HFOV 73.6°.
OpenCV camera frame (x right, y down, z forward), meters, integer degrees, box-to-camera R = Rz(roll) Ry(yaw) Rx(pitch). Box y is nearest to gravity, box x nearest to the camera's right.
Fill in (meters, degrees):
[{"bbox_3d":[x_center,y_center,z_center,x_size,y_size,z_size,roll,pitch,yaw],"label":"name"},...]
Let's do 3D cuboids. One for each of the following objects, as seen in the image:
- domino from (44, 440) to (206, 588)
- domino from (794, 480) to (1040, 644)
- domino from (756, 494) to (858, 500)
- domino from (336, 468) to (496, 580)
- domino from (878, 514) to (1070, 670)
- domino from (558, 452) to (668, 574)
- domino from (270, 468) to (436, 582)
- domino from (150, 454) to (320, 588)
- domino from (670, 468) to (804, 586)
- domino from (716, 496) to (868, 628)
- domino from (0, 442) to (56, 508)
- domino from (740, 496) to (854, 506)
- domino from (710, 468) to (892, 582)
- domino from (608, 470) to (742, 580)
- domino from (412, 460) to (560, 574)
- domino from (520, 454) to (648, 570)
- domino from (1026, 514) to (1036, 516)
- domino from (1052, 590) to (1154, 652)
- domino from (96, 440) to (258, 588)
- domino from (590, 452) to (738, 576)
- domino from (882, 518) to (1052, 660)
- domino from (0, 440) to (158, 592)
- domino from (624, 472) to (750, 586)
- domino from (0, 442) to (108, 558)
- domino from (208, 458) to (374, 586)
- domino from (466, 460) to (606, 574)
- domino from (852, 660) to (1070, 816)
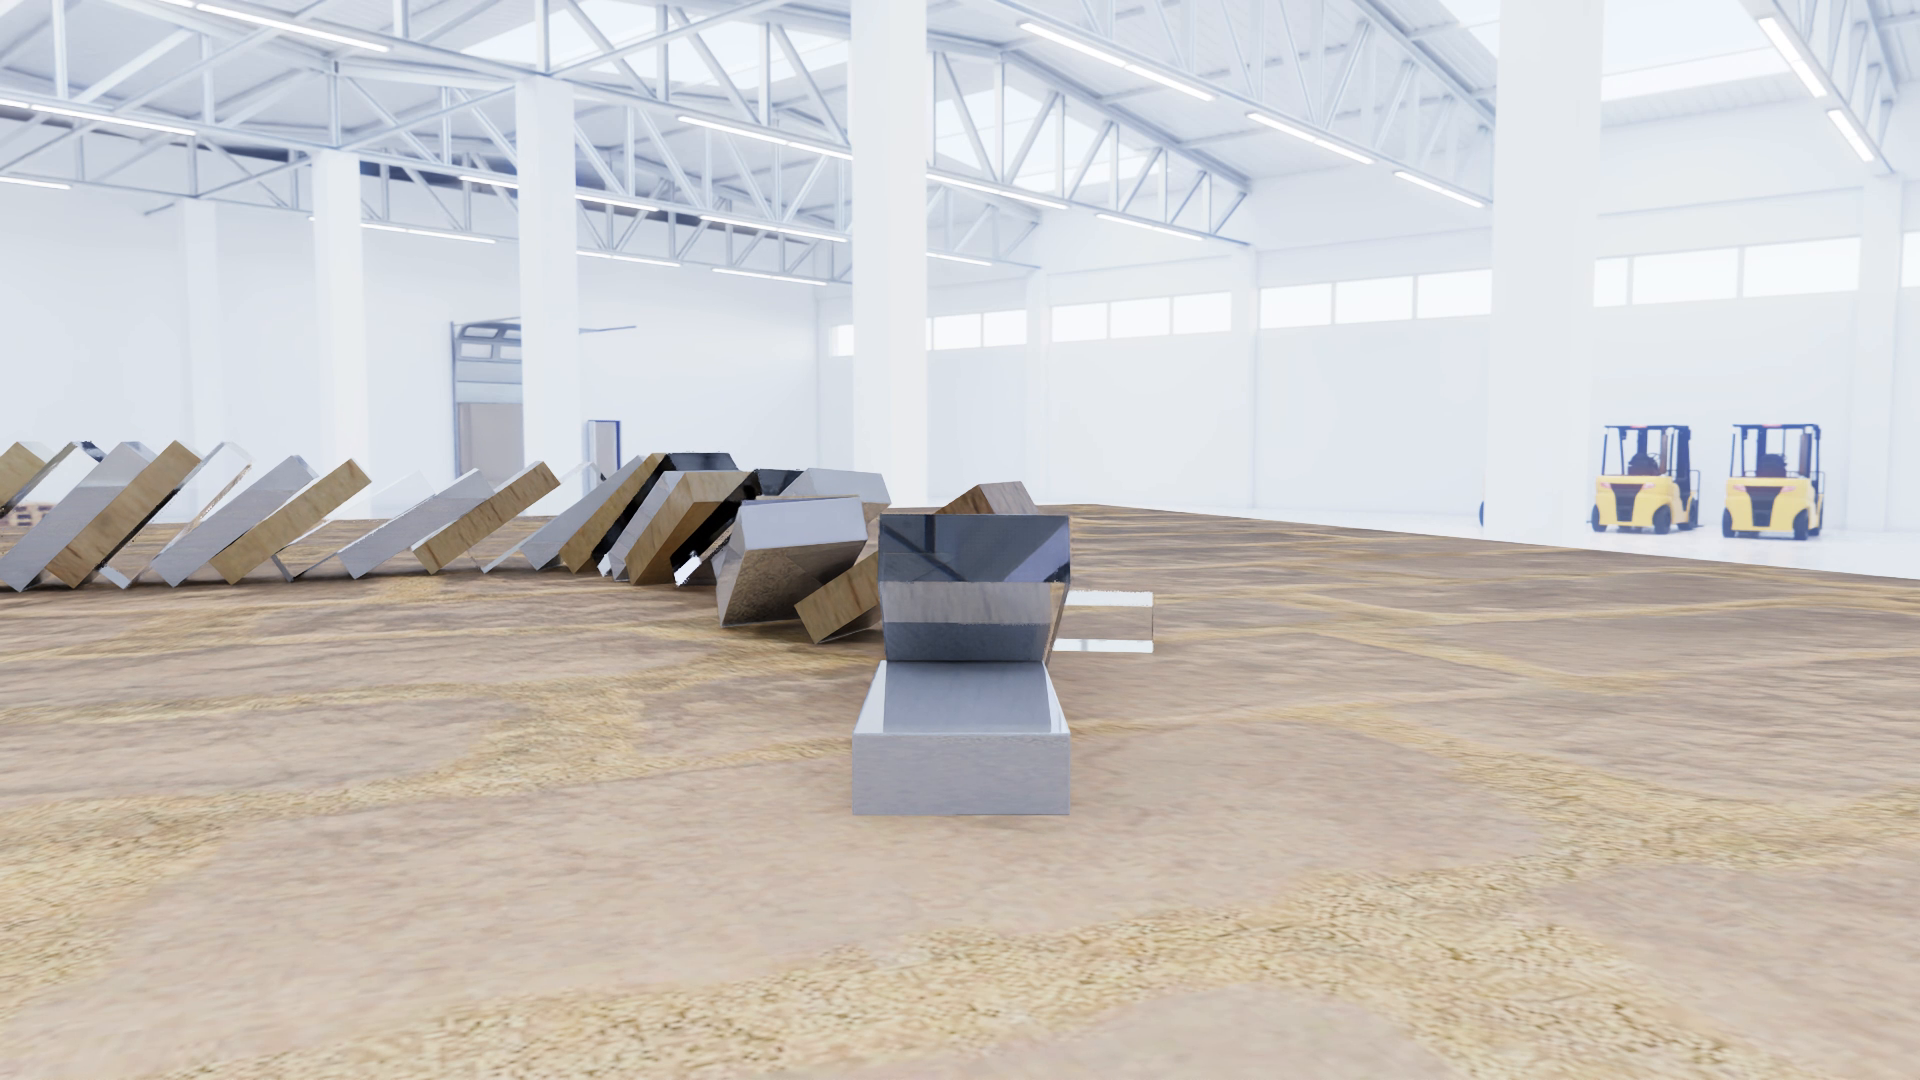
[{"bbox_3d":[-0.250,-0.008,0.388,0.010,0.050,0.025,44,-15,-20],"label":"domino"},{"bbox_3d":[-0.009,0.005,0.276,0.050,0.010,0.025,-33,-9,21],"label":"domino"},{"bbox_3d":[-0.043,0.003,0.329,0.025,0.010,0.050,-1,-21,-18],"label":"domino"},{"bbox_3d":[-0.178,-0.006,0.420,0.050,0.010,0.025,-35,17,-17],"label":"domino"},{"bbox_3d":[0.001,0.011,0.190,0.025,0.010,0.050,0,-23,-1],"label":"domino"},{"bbox_3d":[-0.107,-0.009,0.423,0.050,0.010,0.025,-42,-12,20],"label":"domino"},{"bbox_3d":[-0.193,-0.005,0.411,0.050,0.010,0.025,-35,17,-18],"label":"domino"},{"bbox_3d":[-0.223,-0.007,0.396,0.050,0.009,0.025,-43,19,-14],"label":"domino"},{"bbox_3d":[-0.059,-0.003,0.365,0.025,0.010,0.050,1,-29,-43],"label":"domino"},{"bbox_3d":[-0.038,0.006,0.281,0.025,0.009,0.050,-5,-20,-18],"label":"domino"},{"bbox_3d":[-0.287,-0.007,0.374,0.009,0.050,0.025,44,-13,-20],"label":"domino"},{"bbox_3d":[-0.041,0.004,0.306,0.025,0.010,0.050,-3,-21,-16],"label":"domino"},{"bbox_3d":[-0.044,-0.002,0.353,0.025,0.010,0.050,2,-30,-45],"label":"domino"},{"bbox_3d":[-0.086,-0.004,0.390,0.025,0.010,0.050,-3,-27,-38],"label":"domino"},{"bbox_3d":[-0.159,-0.008,0.431,0.050,0.010,0.025,-39,18,-17],"label":"domino"},{"bbox_3d":[-0.123,-0.009,0.435,0.050,0.009,0.025,-38,2,1],"label":"domino"},{"bbox_3d":[0.000,0.009,0.237,0.025,0.009,0.050,0,-22,-1],"label":"domino"},{"bbox_3d":[0.016,0.017,0.277,0.050,0.010,0.025,1,4,8],"label":"domino"},{"bbox_3d":[-0.238,-0.008,0.391,0.010,0.050,0.025,44,-12,-20],"label":"domino"},{"bbox_3d":[-0.094,-0.008,0.410,0.050,0.009,0.025,-45,-22,30],"label":"domino"},{"bbox_3d":[0.001,0.011,0.215,0.025,0.010,0.050,0,-23,-1],"label":"domino"},{"bbox_3d":[-0.262,-0.008,0.383,0.010,0.050,0.025,44,-12,-20],"label":"domino"},{"bbox_3d":[-0.077,-0.003,0.375,0.025,0.010,0.050,-3,-27,-38],"label":"domino"},{"bbox_3d":[-0.275,-0.007,0.379,0.009,0.050,0.025,44,-13,-20],"label":"domino"},{"bbox_3d":[-0.209,-0.007,0.403,0.050,0.010,0.025,-41,18,-16],"label":"domino"},{"bbox_3d":[-0.145,-0.009,0.438,0.050,0.010,0.025,-39,18,-17],"label":"domino"},{"bbox_3d":[0.000,0.025,0.172,0.025,0.010,0.050,0,4,0],"label":"domino"}]
